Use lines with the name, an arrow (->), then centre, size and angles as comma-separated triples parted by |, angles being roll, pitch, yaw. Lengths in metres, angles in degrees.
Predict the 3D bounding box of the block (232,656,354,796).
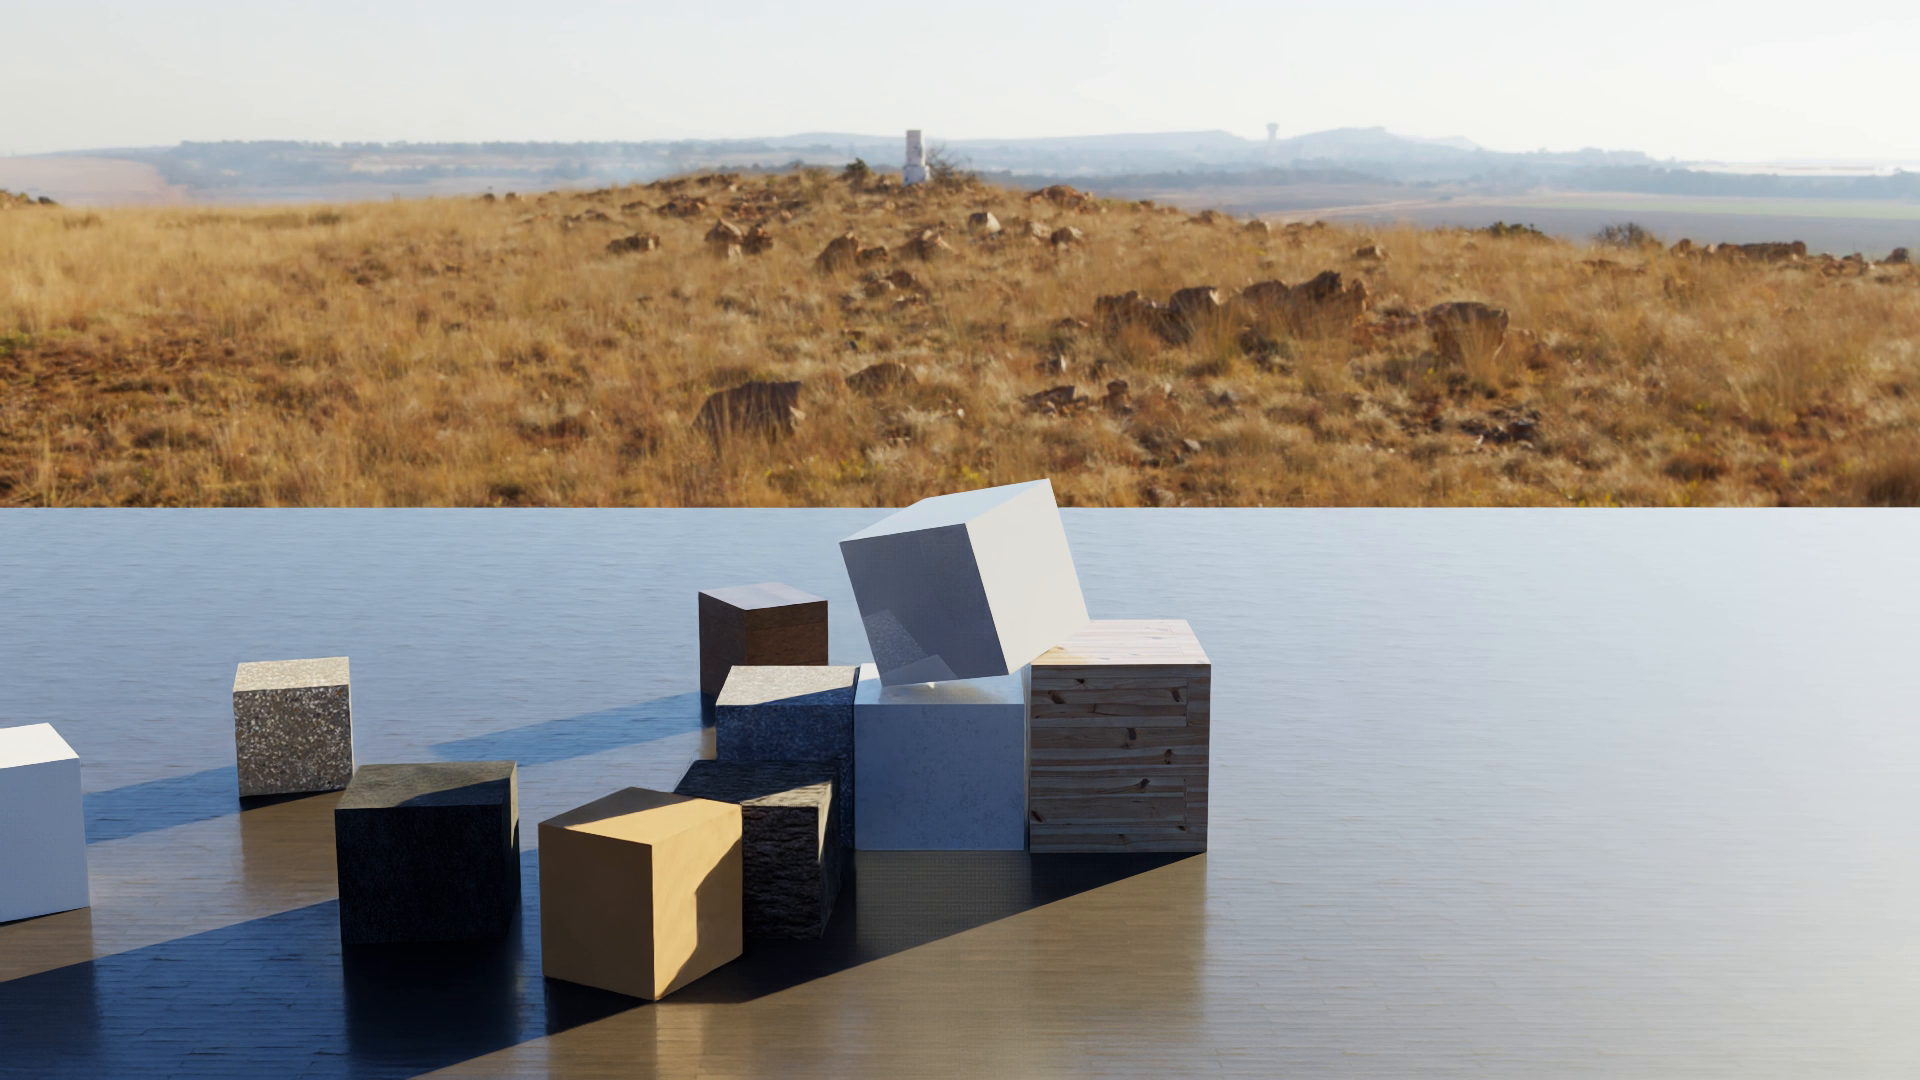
block -> -3.709, 1.029, 12.268 | 0.600, 0.586, 0.678 | -3, 11, -15

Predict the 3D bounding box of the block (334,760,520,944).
block -> -2.415, 1.414, 10.053 | 0.719, 0.621, 0.698 | -1, 10, -6

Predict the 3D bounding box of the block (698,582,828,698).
block -> -1.255, 0.675, 14.018 | 0.573, 0.657, 0.688 | -6, 12, -31

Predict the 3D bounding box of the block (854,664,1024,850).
block -> -0.103, 1.107, 11.369 | 0.844, 0.754, 0.852 | 0, 10, 0

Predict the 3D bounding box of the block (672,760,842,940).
block -> -0.934, 1.408, 10.087 | 0.686, 0.616, 0.710 | 0, 10, 4

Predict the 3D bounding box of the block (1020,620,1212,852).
block -> 0.782, 0.995, 11.397 | 0.887, 0.965, 1.014 | 0, 10, -1

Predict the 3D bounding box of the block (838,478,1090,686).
block -> 0.028, 0.218, 11.188 | 0.825, 0.783, 0.748 | -8, 13, 39

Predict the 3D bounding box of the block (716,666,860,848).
block -> -0.875, 1.109, 11.399 | 0.682, 0.739, 0.825 | 0, 10, 0

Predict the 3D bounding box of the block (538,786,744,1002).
block -> -1.361, 1.499, 9.424 | 0.593, 0.671, 0.638 | 6, 11, 28

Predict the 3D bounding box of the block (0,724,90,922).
block -> -4.523, 1.328, 10.257 | 0.692, 0.717, 0.718 | -7, 12, -32
